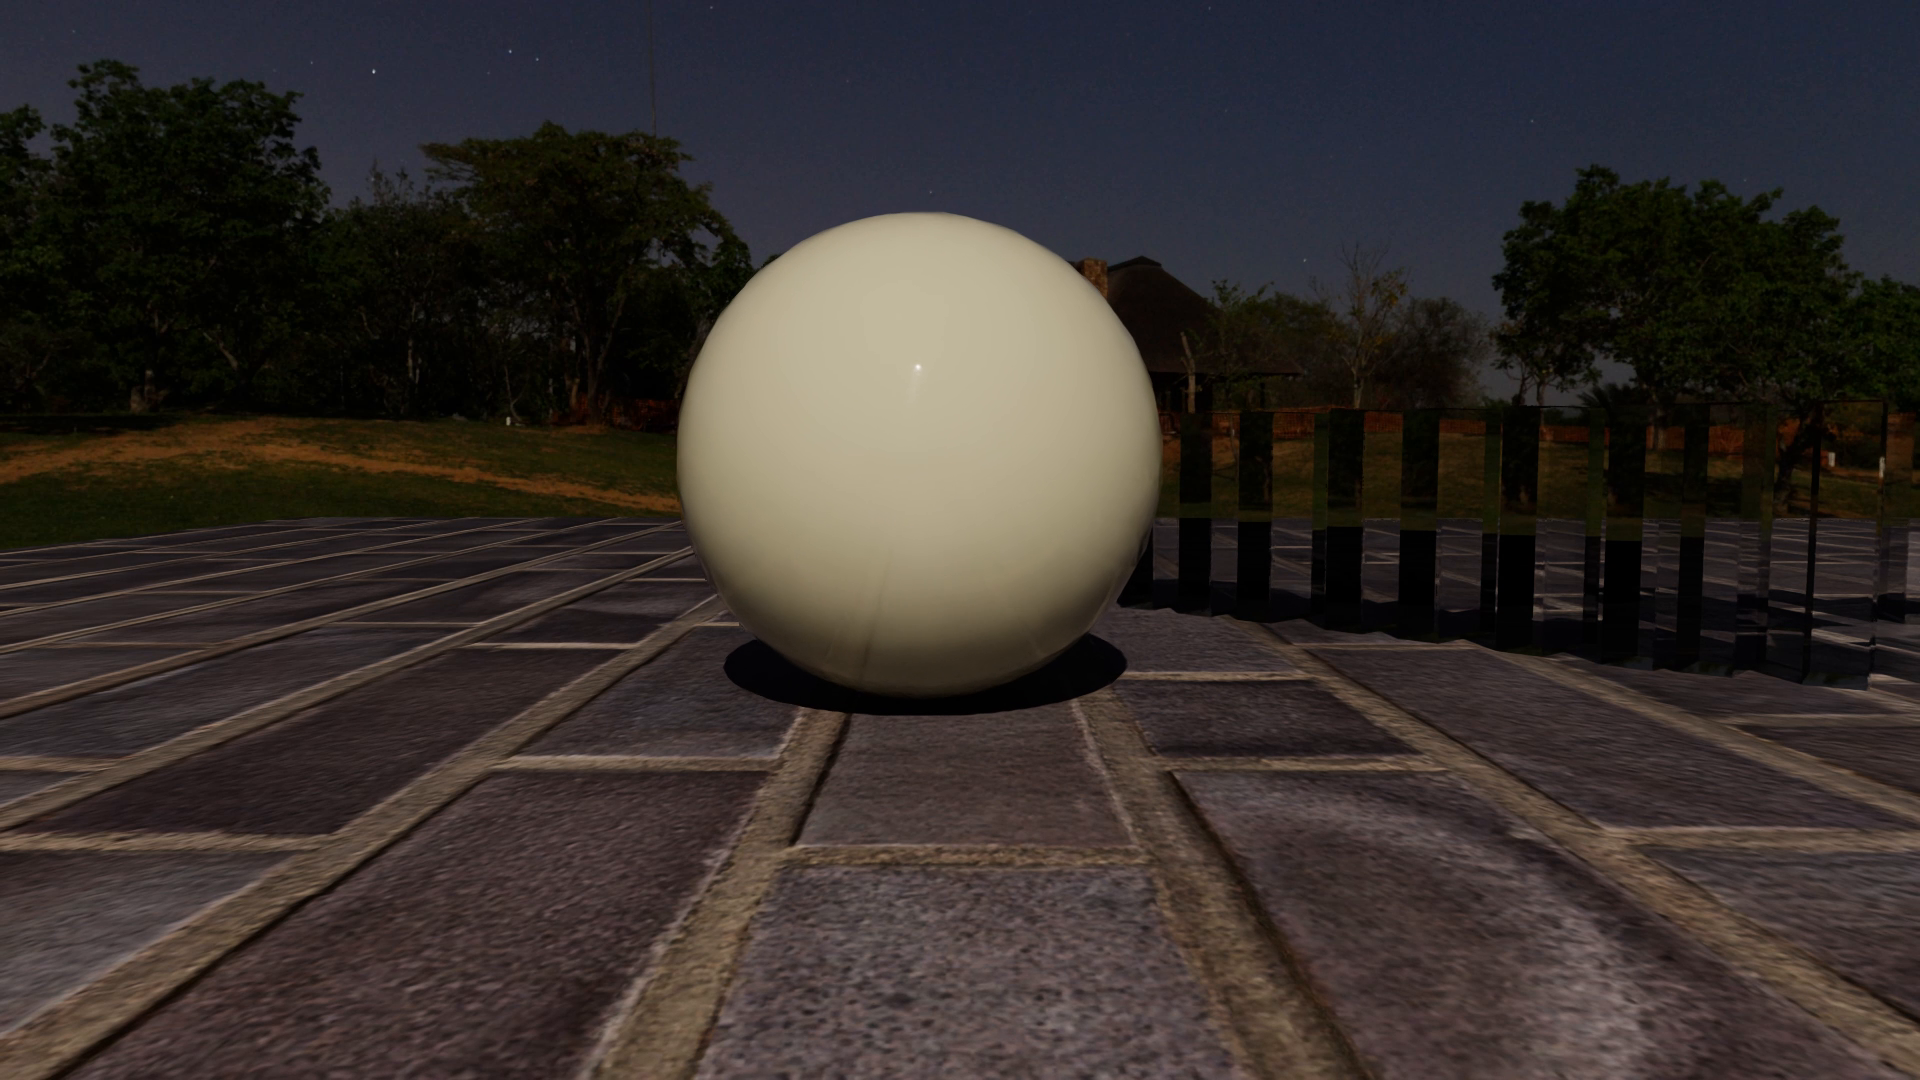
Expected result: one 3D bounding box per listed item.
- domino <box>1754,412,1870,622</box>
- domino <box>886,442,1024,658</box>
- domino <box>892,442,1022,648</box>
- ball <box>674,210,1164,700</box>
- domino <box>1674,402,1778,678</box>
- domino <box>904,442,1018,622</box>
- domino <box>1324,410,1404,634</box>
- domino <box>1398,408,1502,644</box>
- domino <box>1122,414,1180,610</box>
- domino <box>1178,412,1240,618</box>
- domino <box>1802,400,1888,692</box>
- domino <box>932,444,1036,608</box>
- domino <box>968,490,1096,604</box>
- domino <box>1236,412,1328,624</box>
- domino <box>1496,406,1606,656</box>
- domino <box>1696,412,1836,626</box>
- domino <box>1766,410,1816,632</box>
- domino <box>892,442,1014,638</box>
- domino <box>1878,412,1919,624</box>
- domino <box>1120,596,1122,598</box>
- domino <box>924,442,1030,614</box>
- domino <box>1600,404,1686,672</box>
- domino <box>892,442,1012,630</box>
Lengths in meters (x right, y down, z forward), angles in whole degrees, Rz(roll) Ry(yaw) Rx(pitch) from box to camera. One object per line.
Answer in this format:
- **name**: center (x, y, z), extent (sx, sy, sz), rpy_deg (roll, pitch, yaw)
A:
- **domino**: center (0.210, -0.006, 0.317), extent (0.010, 0.050, 0.025), rpy_deg (0, 4, -1)
- **domino**: center (0.000, 0.001, 0.267), extent (0.025, 0.050, 0.010), rpy_deg (0, -39, 5)
- **domino**: center (0.000, 0.000, 0.280), extent (0.025, 0.050, 0.009), rpy_deg (0, -39, 5)
- **ball**: center (-0.007, -0.014, 0.214), extent (0.080, 0.080, 0.080), rpy_deg (0, 4, 0)
- **domino**: center (0.146, -0.001, 0.244), extent (0.009, 0.050, 0.025), rpy_deg (4, 6, 44)
- **domino**: center (0.001, -0.003, 0.320), extent (0.025, 0.050, 0.010), rpy_deg (0, -39, 5)
- **domino**: center (0.096, -0.005, 0.297), extent (0.025, 0.050, 0.009), rpy_deg (-4, 6, -42)
- **domino**: center (0.108, -0.004, 0.283), extent (0.025, 0.050, 0.010), rpy_deg (-4, 6, -41)
- **domino**: center (0.054, -0.008, 0.339), extent (0.009, 0.050, 0.025), rpy_deg (4, 6, 39)
- **domino**: center (0.067, -0.007, 0.326), extent (0.010, 0.050, 0.025), rpy_deg (4, 6, 42)
- **domino**: center (0.160, 0.000, 0.232), extent (0.009, 0.050, 0.025), rpy_deg (3, 5, 37)
- **domino**: center (0.007, -0.005, 0.346), extent (0.025, 0.050, 0.009), rpy_deg (0, -40, 5)
- **domino**: center (0.021, 0.001, 0.365), extent (0.025, 0.009, 0.050), rpy_deg (1, 28, 18)
- **domino**: center (0.079, -0.006, 0.314), extent (0.010, 0.050, 0.025), rpy_deg (4, 6, 45)
- **domino**: center (0.123, -0.002, 0.266), extent (0.025, 0.050, 0.010), rpy_deg (-4, 6, -40)
- **domino**: center (0.195, -0.006, 0.311), extent (0.010, 0.050, 0.025), rpy_deg (-3, 5, -35)
- **domino**: center (0.185, -0.005, 0.299), extent (0.025, 0.050, 0.010), rpy_deg (3, 5, 35)
- **domino**: center (-0.001, -0.001, 0.294), extent (0.025, 0.050, 0.009), rpy_deg (0, -39, 4)
- **domino**: center (0.233, -0.006, 0.311), extent (0.009, 0.050, 0.025), rpy_deg (2, 5, 24)
- **domino**: center (0.059, 0.010, 0.374), extent (0.025, 0.010, 0.050), rpy_deg (4, 6, 41)
- **domino**: center (0.005, -0.004, 0.333), extent (0.025, 0.050, 0.009), rpy_deg (0, -39, 4)
- **domino**: center (0.136, -0.001, 0.250), extent (0.025, 0.050, 0.009), rpy_deg (-3, 6, -39)
- **domino**: center (-0.001, -0.002, 0.307), extent (0.025, 0.050, 0.010), rpy_deg (0, -39, 5)
